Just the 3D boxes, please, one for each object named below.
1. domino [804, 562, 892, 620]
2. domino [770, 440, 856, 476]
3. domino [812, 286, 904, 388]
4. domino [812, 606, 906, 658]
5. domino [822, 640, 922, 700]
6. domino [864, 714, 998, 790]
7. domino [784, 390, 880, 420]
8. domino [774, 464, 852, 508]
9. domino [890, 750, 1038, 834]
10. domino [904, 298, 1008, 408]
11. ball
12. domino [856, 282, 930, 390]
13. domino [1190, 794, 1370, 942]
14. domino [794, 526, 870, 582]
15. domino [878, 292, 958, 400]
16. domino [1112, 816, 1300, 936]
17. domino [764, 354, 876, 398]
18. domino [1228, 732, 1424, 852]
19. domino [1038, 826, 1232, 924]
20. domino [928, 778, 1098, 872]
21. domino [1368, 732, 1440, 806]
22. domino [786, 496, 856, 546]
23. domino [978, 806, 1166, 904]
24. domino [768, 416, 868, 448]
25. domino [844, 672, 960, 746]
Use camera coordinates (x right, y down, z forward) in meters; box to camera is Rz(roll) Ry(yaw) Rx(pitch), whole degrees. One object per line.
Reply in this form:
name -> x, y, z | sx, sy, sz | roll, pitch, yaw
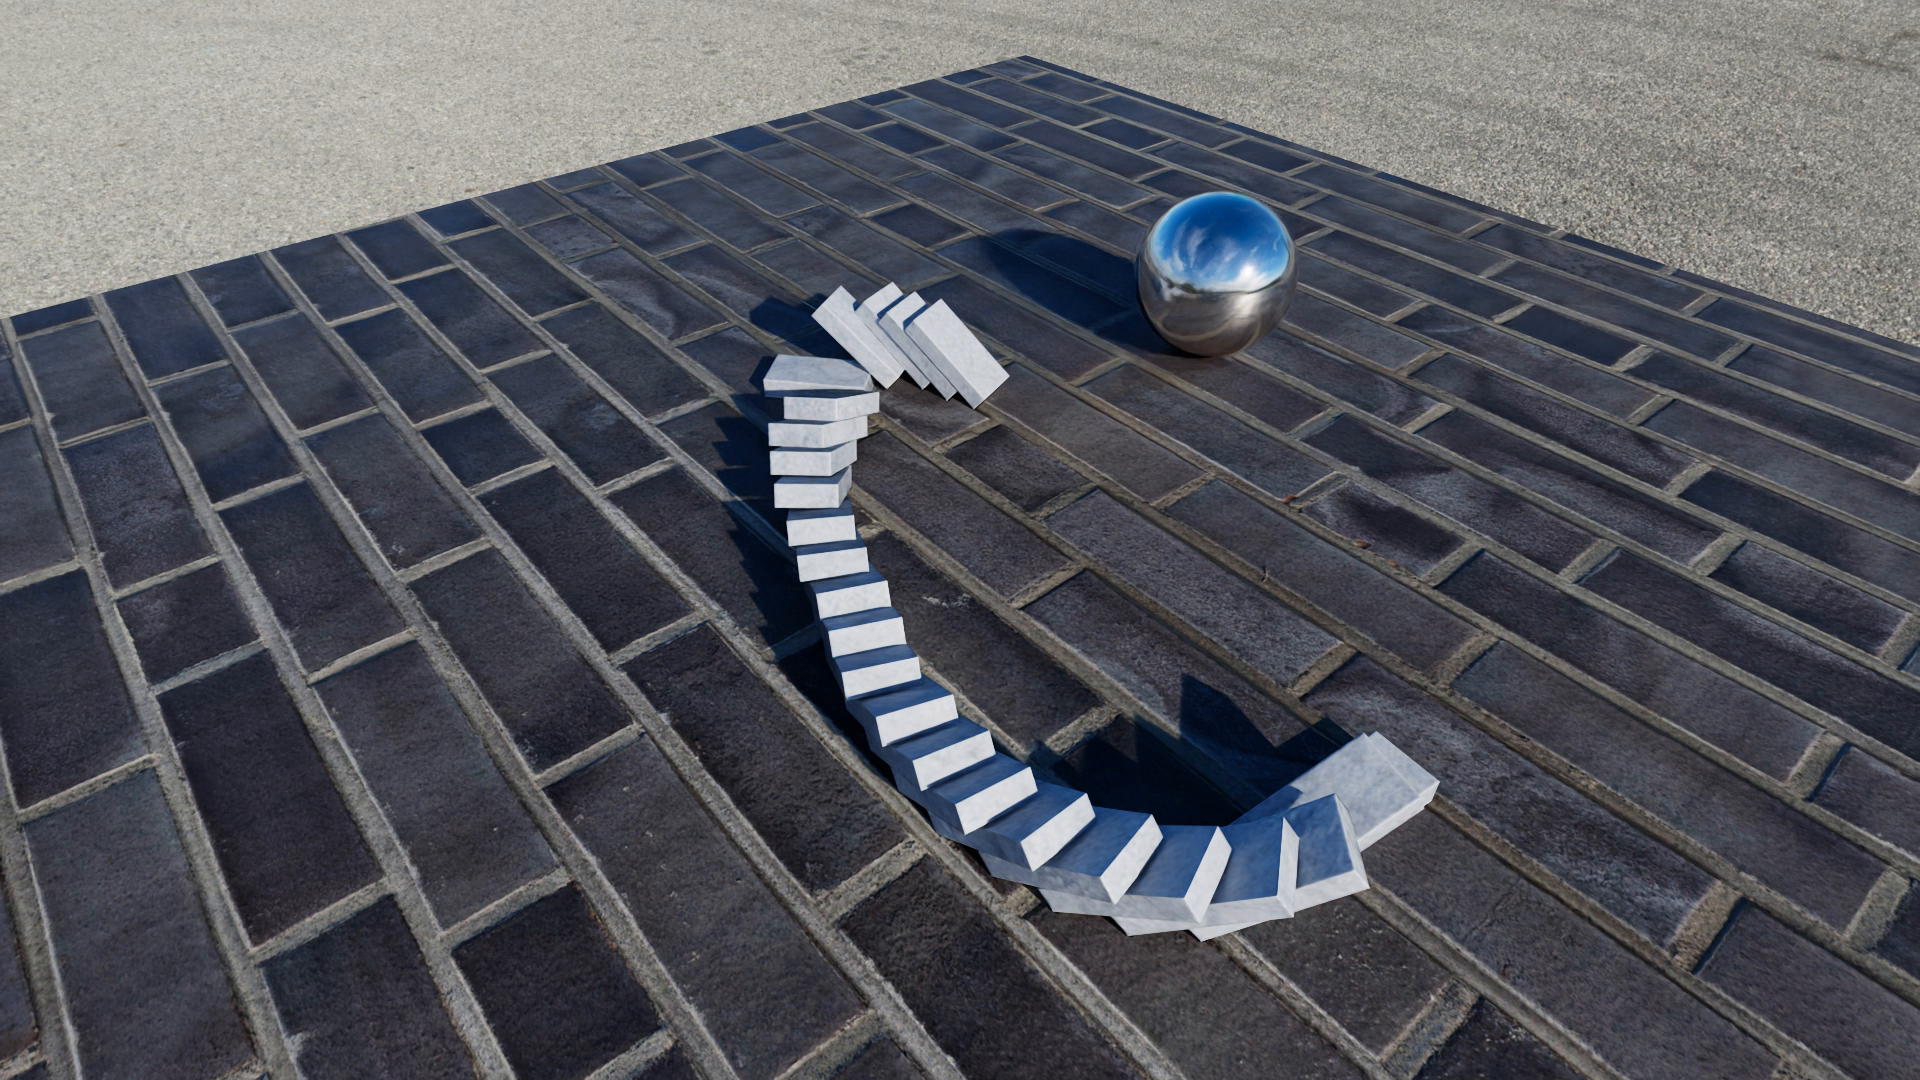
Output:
domino -> -0.043, 0.017, 0.404 | 0.025, 0.009, 0.050 | -10, 11, -12
domino -> -0.062, -0.036, 0.468 | 0.025, 0.010, 0.050 | 2, 11, 7
domino -> -0.047, -0.100, 0.539 | 0.050, 0.009, 0.025 | 44, 35, -12
domino -> -0.037, 0.029, 0.390 | 0.025, 0.010, 0.050 | -10, 11, -13
domino -> -0.031, 0.041, 0.376 | 0.025, 0.009, 0.050 | -10, 11, -12
domino -> -0.011, 0.063, 0.346 | 0.025, 0.009, 0.050 | -18, 10, -20
domino -> -0.057, -0.061, 0.499 | 0.025, 0.009, 0.050 | 4, 12, 17
domino -> -0.060, -0.023, 0.454 | 0.025, 0.010, 0.050 | 0, 13, 0
domino -> 0.000, 0.073, 0.334 | 0.025, 0.010, 0.050 | -22, 11, -23
domino -> -0.001, -0.090, 0.530 | 0.050, 0.010, 0.025 | 48, 48, -6
ball -> 0.127, -0.132, 0.549 | 0.080, 0.080, 0.080 | 0, 39, 0
domino -> -0.026, -0.101, 0.543 | 0.050, 0.010, 0.025 | 48, 48, -5
domino -> 0.086, 0.092, 0.309 | 0.050, 0.009, 0.025 | -28, 32, 24
domino -> -0.050, 0.005, 0.420 | 0.025, 0.010, 0.050 | -7, 11, -9
domino -> -0.014, -0.095, 0.536 | 0.050, 0.010, 0.025 | 48, 48, -6
domino -> 0.068, 0.094, 0.306 | 0.050, 0.010, 0.025 | -21, 29, 34
domino -> -0.068, -0.079, 0.540 | 0.050, 0.010, 0.025 | 6, 40, 7
domino -> 0.107, 0.082, 0.324 | 0.050, 0.009, 0.025 | -36, 49, 3
domino -> 0.048, 0.093, 0.309 | 0.050, 0.010, 0.025 | -13, 26, 43
domino -> 0.014, 0.081, 0.324 | 0.025, 0.009, 0.050 | -28, 14, -30
domino -> 0.122, 0.081, 0.344 | 0.050, 0.009, 0.025 | -23, 45, -25
domino -> -0.055, -0.008, 0.435 | 0.025, 0.010, 0.050 | -5, 11, -6
domino -> 0.031, 0.088, 0.315 | 0.025, 0.009, 0.050 | -39, 19, -35
domino -> -0.062, -0.048, 0.483 | 0.025, 0.010, 0.050 | 4, 12, 16
domino -> -0.021, 0.053, 0.359 | 0.025, 0.010, 0.050 | -14, 9, -17
